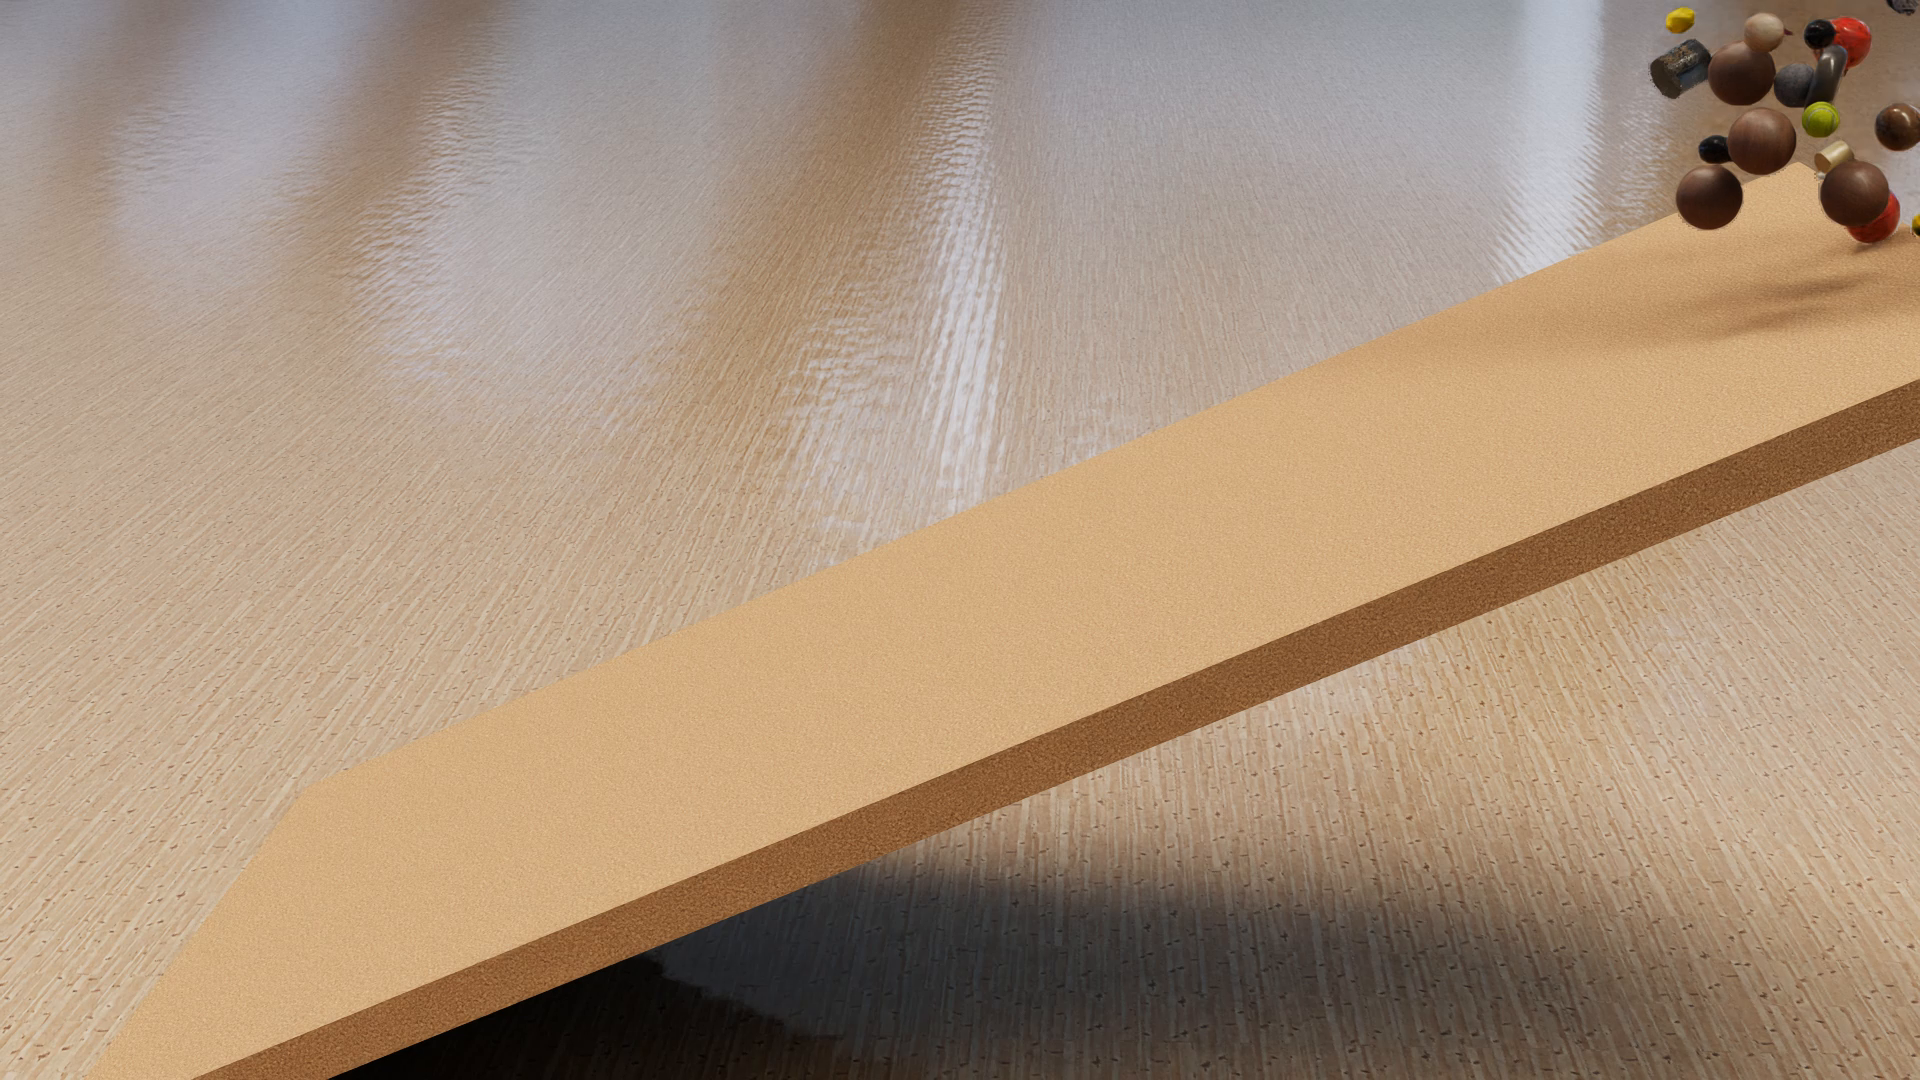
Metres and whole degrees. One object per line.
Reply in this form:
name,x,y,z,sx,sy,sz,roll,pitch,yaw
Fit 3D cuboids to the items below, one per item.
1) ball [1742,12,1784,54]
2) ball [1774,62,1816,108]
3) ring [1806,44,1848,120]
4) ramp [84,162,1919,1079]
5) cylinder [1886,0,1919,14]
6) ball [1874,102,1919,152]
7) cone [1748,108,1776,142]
ball,1.539,-0.972,5.635,0.078,0.078,0.078,0,15,0
ball,1.638,-0.889,5.757,0.088,0.088,0.088,0,15,0
ring,1.668,-0.882,5.662,0.049,0.148,0.148,19,20,15
ramp,0.131,0.170,6.285,4.000,0.100,2.000,-23,13,8
cylinder,1.878,-1.088,5.830,0.065,0.065,0.065,10,46,-11
ball,1.853,-0.814,5.802,0.096,0.096,0.096,0,15,0
cone,1.554,-0.802,5.747,0.061,0.061,0.061,26,5,-3
